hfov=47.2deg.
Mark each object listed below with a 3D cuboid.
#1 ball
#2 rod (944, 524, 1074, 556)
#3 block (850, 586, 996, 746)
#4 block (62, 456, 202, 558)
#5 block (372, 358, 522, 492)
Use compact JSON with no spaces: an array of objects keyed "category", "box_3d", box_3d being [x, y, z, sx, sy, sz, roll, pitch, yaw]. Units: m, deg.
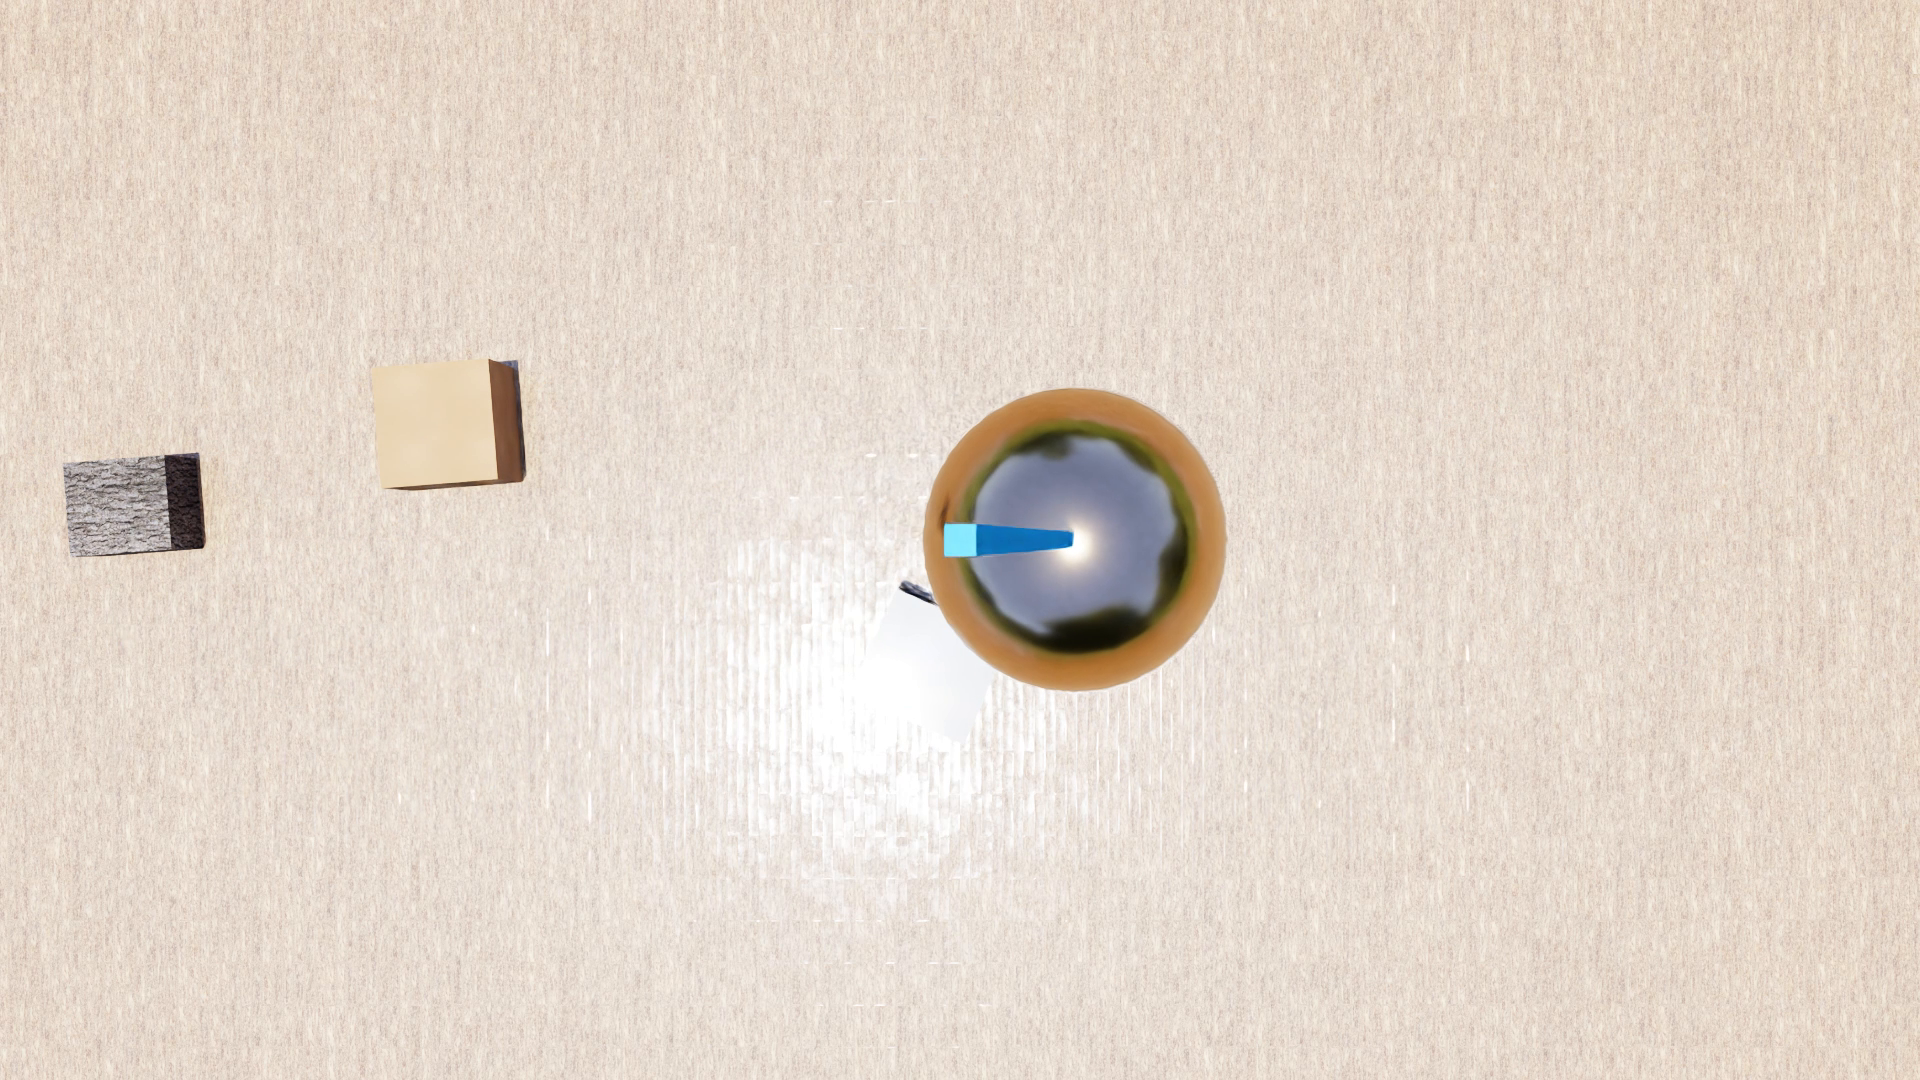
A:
[{"category":"ball","box_3d":[0.600,0.000,11.529,1.600,1.600,1.600,0,90,0]},{"category":"rod","box_3d":[0.260,0.000,8.146,0.080,5.200,0.080,0,90,6]},{"category":"block","box_3d":[-0.168,0.715,12.693,0.706,0.615,0.652,24,90,0]},{"category":"block","box_3d":[-4.783,-0.193,12.738,0.577,0.523,0.536,-4,90,0]},{"category":"block","box_3d":[-2.938,-0.653,12.648,0.655,0.704,0.677,-5,90,0]}]
